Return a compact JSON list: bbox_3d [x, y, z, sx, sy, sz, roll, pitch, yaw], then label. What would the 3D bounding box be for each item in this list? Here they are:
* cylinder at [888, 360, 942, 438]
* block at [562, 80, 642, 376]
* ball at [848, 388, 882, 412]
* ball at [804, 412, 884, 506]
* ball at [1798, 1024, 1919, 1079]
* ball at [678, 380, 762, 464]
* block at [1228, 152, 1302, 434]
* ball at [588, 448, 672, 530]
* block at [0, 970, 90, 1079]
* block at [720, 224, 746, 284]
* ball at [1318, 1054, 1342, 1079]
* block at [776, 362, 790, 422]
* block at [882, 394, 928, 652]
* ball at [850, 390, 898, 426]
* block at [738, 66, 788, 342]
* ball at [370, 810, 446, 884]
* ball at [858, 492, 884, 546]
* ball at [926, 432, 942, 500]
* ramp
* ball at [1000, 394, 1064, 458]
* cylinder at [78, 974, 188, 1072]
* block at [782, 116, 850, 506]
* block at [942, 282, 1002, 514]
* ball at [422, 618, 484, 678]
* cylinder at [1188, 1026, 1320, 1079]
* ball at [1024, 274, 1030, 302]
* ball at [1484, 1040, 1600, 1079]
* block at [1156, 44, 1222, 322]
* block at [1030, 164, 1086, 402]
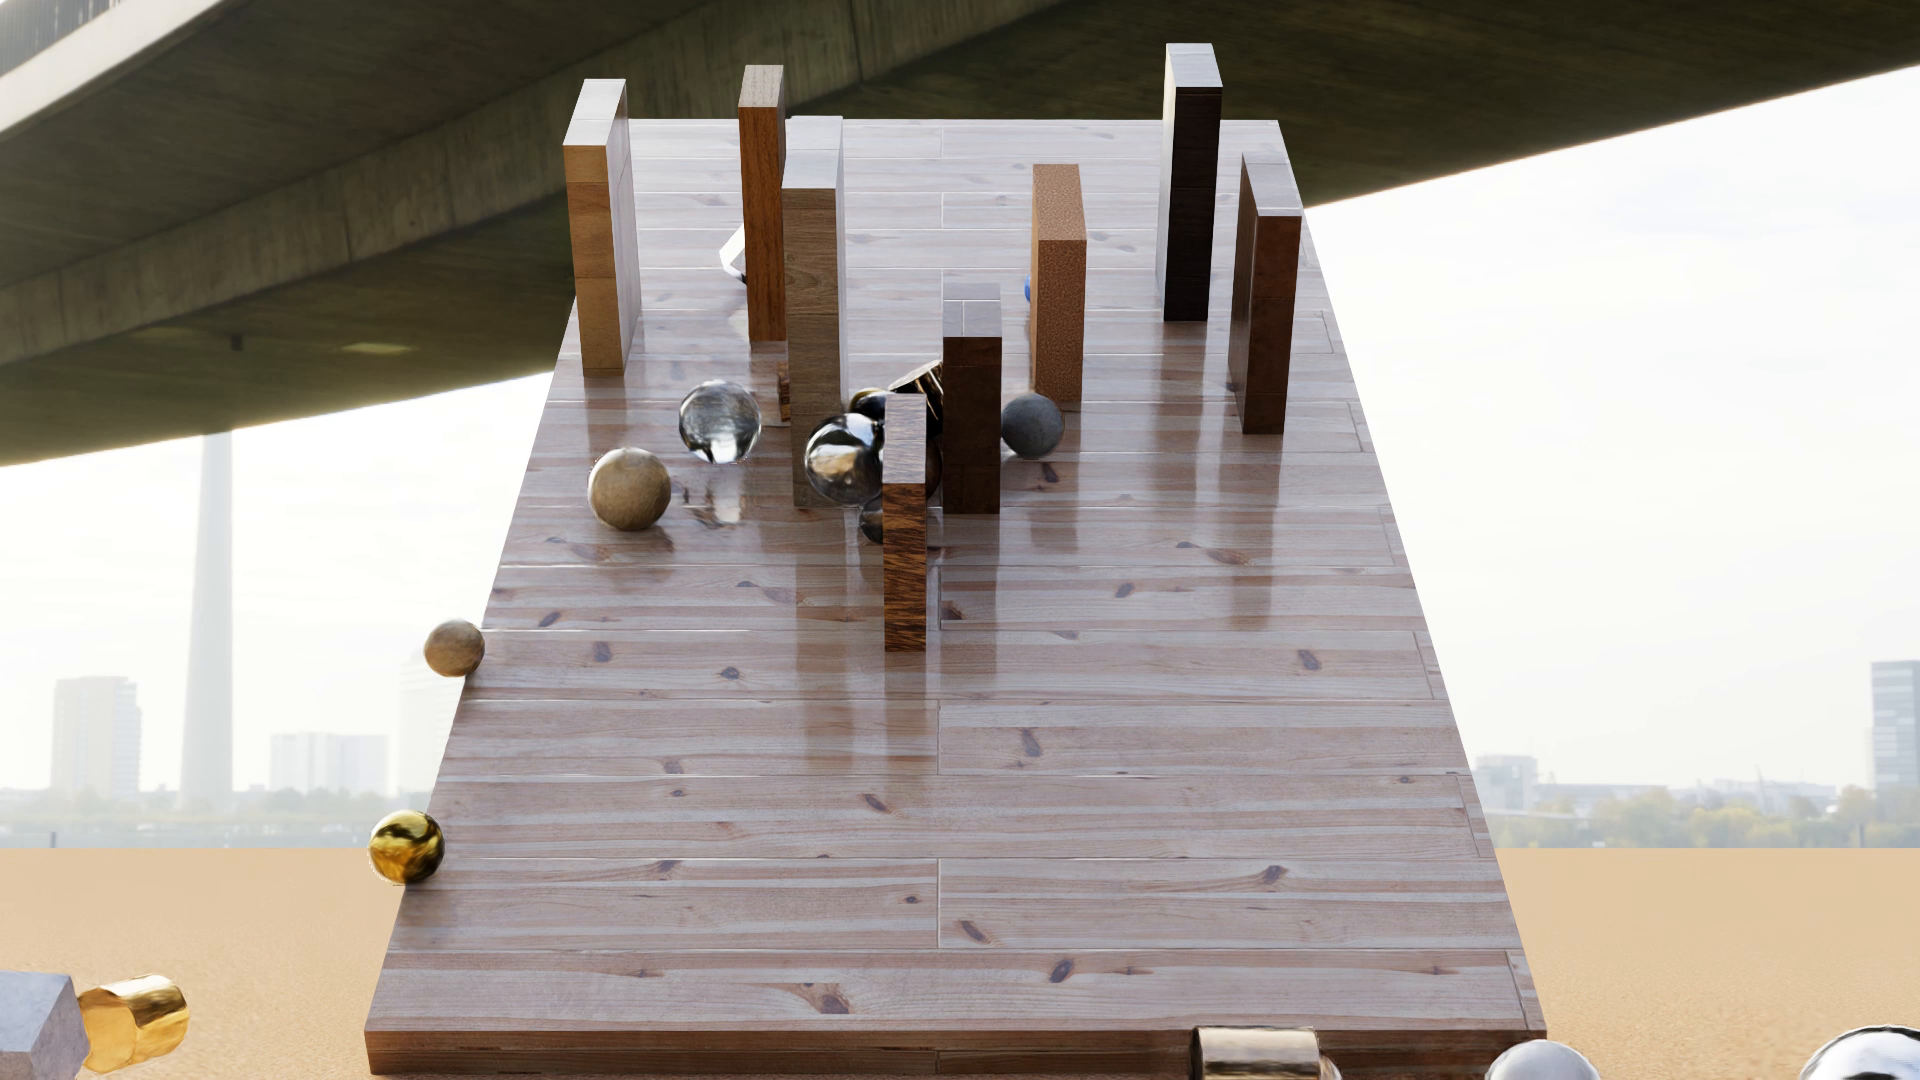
[{"bbox_3d":[-0.074,-0.330,5.796,0.143,0.143,0.143,-28,12,7],"label":"cylinder"},{"bbox_3d":[-0.889,-0.783,6.118,0.101,0.617,0.420,0,32,0],"label":"block"},{"bbox_3d":[-0.208,-0.305,5.831,0.117,0.117,0.117,0,-7,0],"label":"ball"},{"bbox_3d":[-0.241,-0.177,5.344,0.202,0.202,0.202,0,-7,0],"label":"ball"},{"bbox_3d":[0.974,0.609,2.554,0.204,0.204,0.204,0,-7,0],"label":"ball"},{"bbox_3d":[-0.560,-0.276,5.709,0.195,0.195,0.195,0,-7,0],"label":"ball"},{"bbox_3d":[0.727,-0.594,5.871,0.098,0.570,0.372,0,32,0],"label":"block"},{"bbox_3d":[-0.736,-0.114,5.458,0.185,0.185,0.185,0,-7,0],"label":"ball"},{"bbox_3d":[-1.320,0.704,3.395,0.147,0.147,0.147,3,35,4],"label":"block"},{"bbox_3d":[-0.553,-0.753,6.503,0.114,0.114,0.114,34,19,-29],"label":"block"},{"bbox_3d":[0.467,0.750,3.325,0.113,0.113,0.113,0,-7,0],"label":"ball"},{"bbox_3d":[-0.385,-0.362,5.930,0.107,0.107,0.107,-4,32,-7],"label":"block"},{"bbox_3d":[-0.114,-0.039,5.131,0.085,0.408,0.371,0,32,0],"label":"block"},{"bbox_3d":[-0.176,-0.257,5.694,0.181,0.181,0.181,0,-7,0],"label":"ball"},{"bbox_3d":[-0.493,-0.852,6.212,0.094,0.638,0.277,0,32,0],"label":"block"},{"bbox_3d":[-1.001,0.556,4.432,0.135,0.135,0.135,0,-7,0],"label":"ball"},{"bbox_3d":[-0.162,-0.052,5.416,0.127,0.127,0.127,0,-7,0],"label":"ball"},{"bbox_3d":[-0.139,-0.166,5.531,0.200,0.200,0.200,0,-7,0],"label":"ball"},{"bbox_3d":[-0.015,-0.190,5.852,2.000,0.100,4.000,0,32,0],"label":"ramp"},{"bbox_3d":[0.168,-0.269,5.745,0.150,0.150,0.150,0,-7,0],"label":"ball"},{"bbox_3d":[-1.372,0.796,4.031,0.138,0.138,0.138,-2,-1,18],"label":"cylinder"},{"bbox_3d":[-0.322,-0.515,5.537,0.114,0.784,0.399,0,32,0],"label":"block"},{"bbox_3d":[0.026,-0.321,5.543,0.129,0.451,0.266,0,32,0],"label":"block"},{"bbox_3d":[-1.031,0.220,4.984,0.124,0.124,0.124,0,-7,0],"label":"ball"},{"bbox_3d":[0.381,0.709,3.184,0.150,0.150,0.150,1,-7,-2],"label":"cylinder"},{"bbox_3d":[0.225,-0.657,6.399,0.115,0.115,0.115,0,-7,0],"label":"ball"},{"bbox_3d":[0.715,0.690,3.000,0.152,0.152,0.152,0,-7,0],"label":"ball"},{"bbox_3d":[0.588,-0.922,6.325,0.115,0.645,0.297,0,32,0],"label":"block"},{"bbox_3d":[0.241,-0.643,6.075,0.114,0.434,0.449,0,32,0],"label":"block"}]
